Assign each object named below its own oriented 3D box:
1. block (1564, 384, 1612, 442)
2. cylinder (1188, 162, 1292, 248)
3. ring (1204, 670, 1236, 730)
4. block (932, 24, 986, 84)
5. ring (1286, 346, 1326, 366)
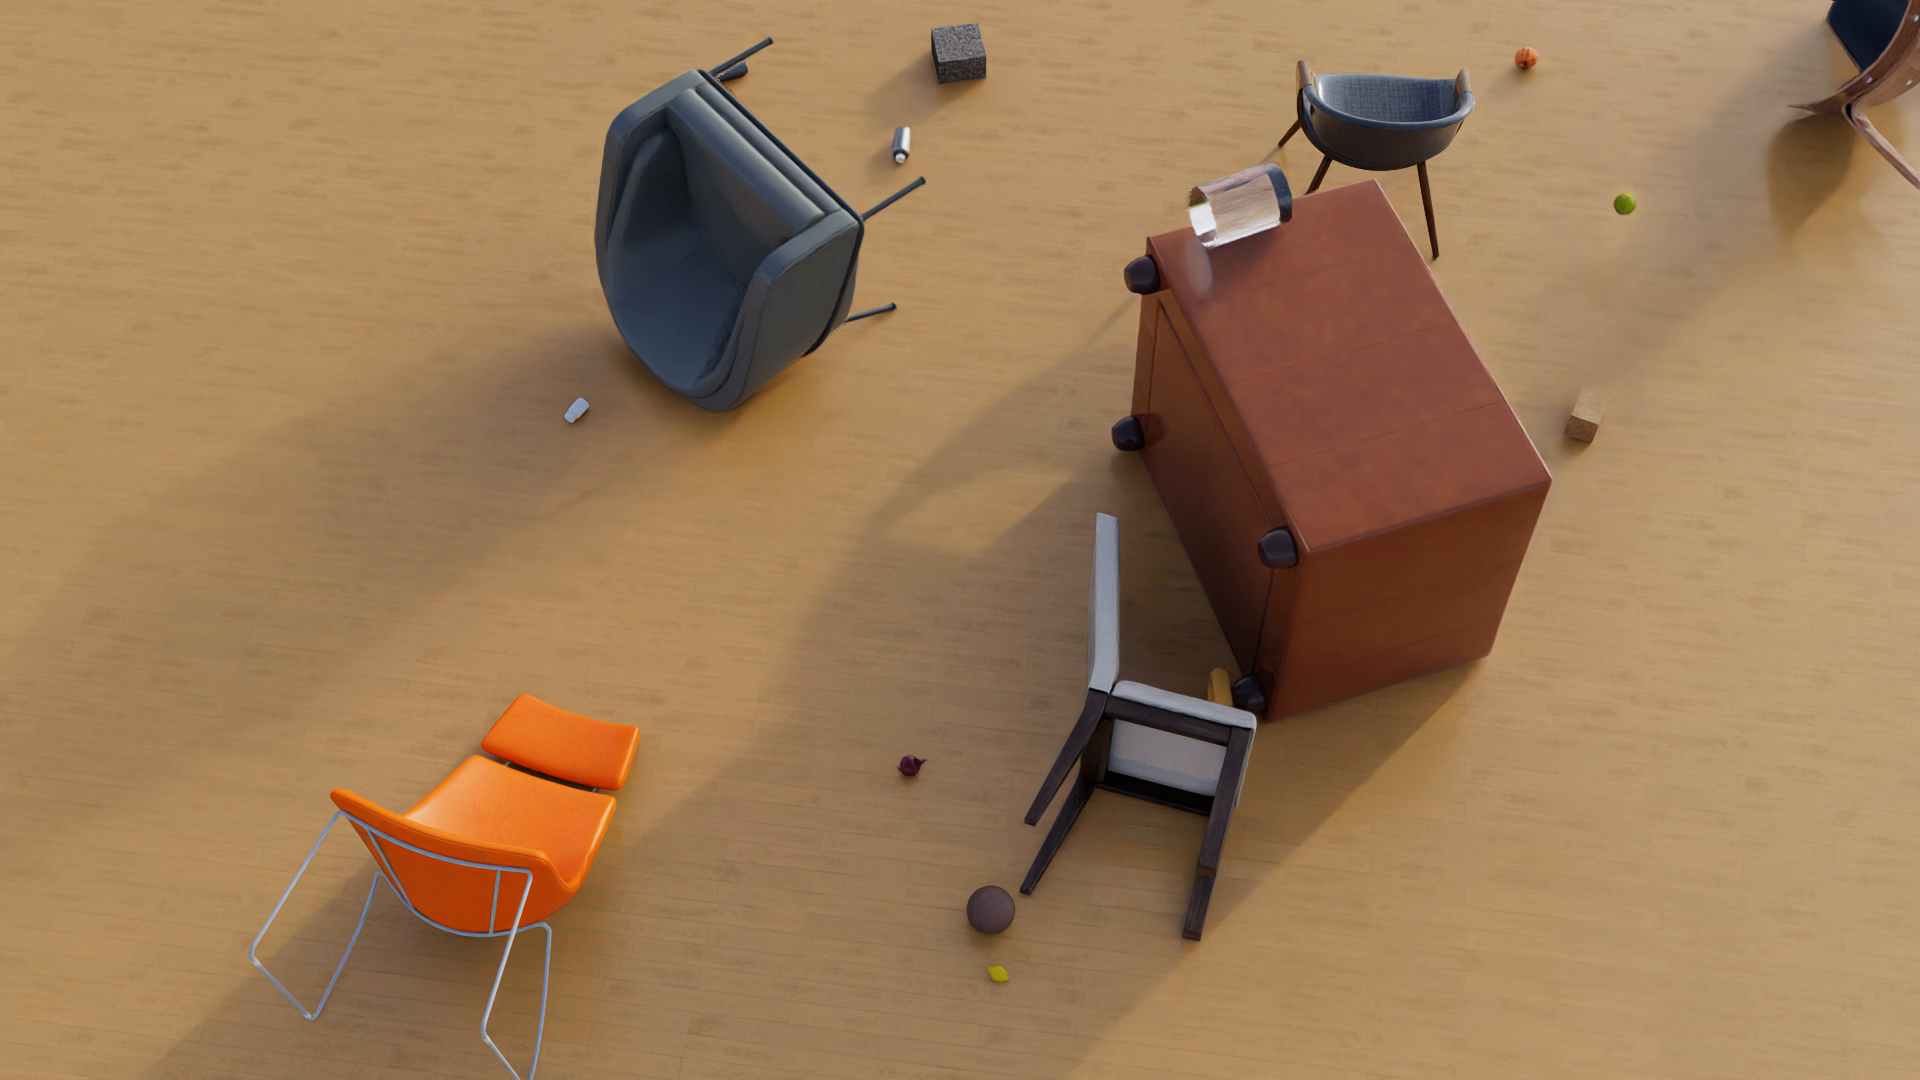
[{"bbox_3d":[1.936,-0.390,6.780,0.088,0.093,0.134,22,59,14],"label":"block"},{"bbox_3d":[0.765,-0.913,6.002,0.230,0.178,0.169,-20,56,-13],"label":"cylinder"},{"bbox_3d":[0.734,0.452,6.214,0.057,0.095,0.213,11,45,-17],"label":"ring"},{"bbox_3d":[-0.005,-1.692,7.648,0.166,0.101,0.168,-8,57,-5],"label":"block"},{"bbox_3d":[1.092,-0.584,6.954,0.128,0.021,0.072,10,58,7],"label":"ring"}]
